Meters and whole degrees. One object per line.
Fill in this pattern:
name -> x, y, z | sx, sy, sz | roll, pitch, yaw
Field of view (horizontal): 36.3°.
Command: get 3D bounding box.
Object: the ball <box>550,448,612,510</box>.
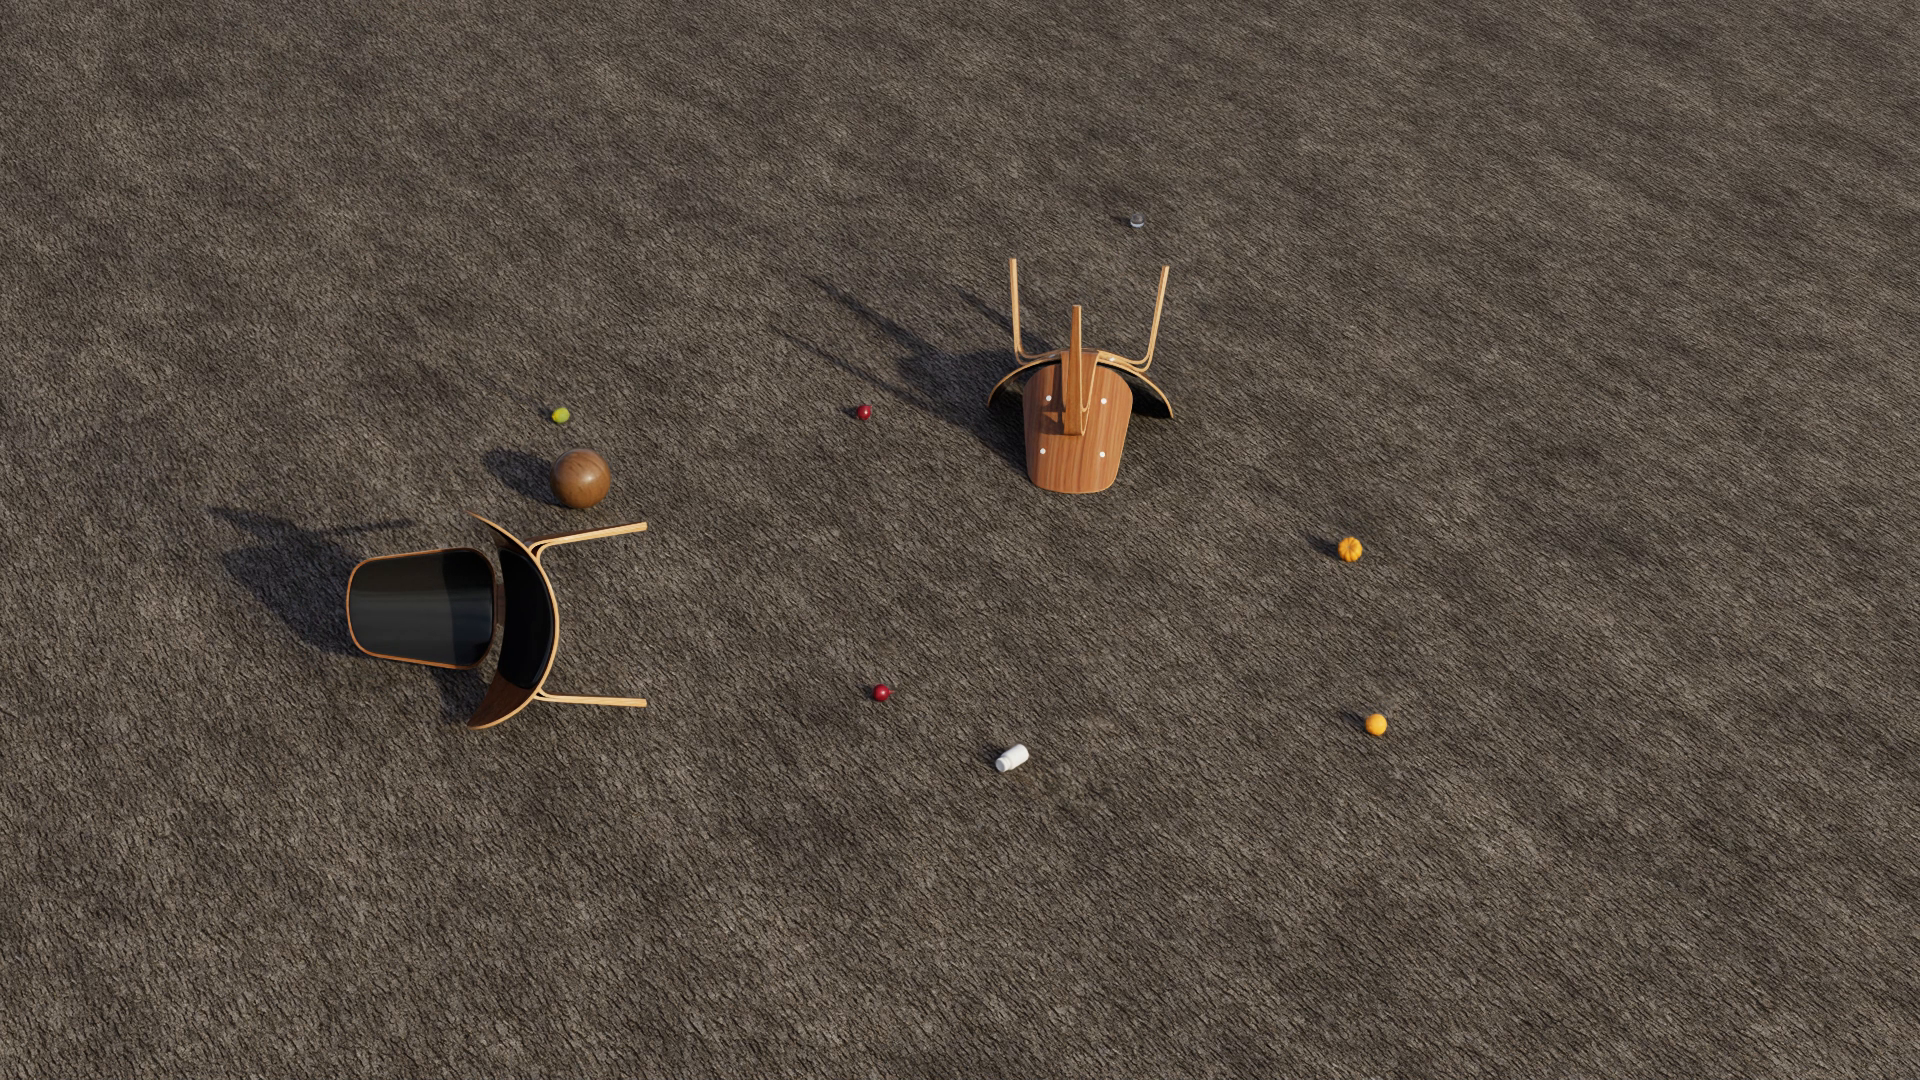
ball -> -1.435, -0.233, 11.087 | 0.232, 0.232, 0.232 | 0, 33, 0

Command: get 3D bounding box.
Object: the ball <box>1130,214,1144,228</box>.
ball -> 0.789, -1.422, 13.045 | 0.064, 0.064, 0.064 | 0, 33, 0
